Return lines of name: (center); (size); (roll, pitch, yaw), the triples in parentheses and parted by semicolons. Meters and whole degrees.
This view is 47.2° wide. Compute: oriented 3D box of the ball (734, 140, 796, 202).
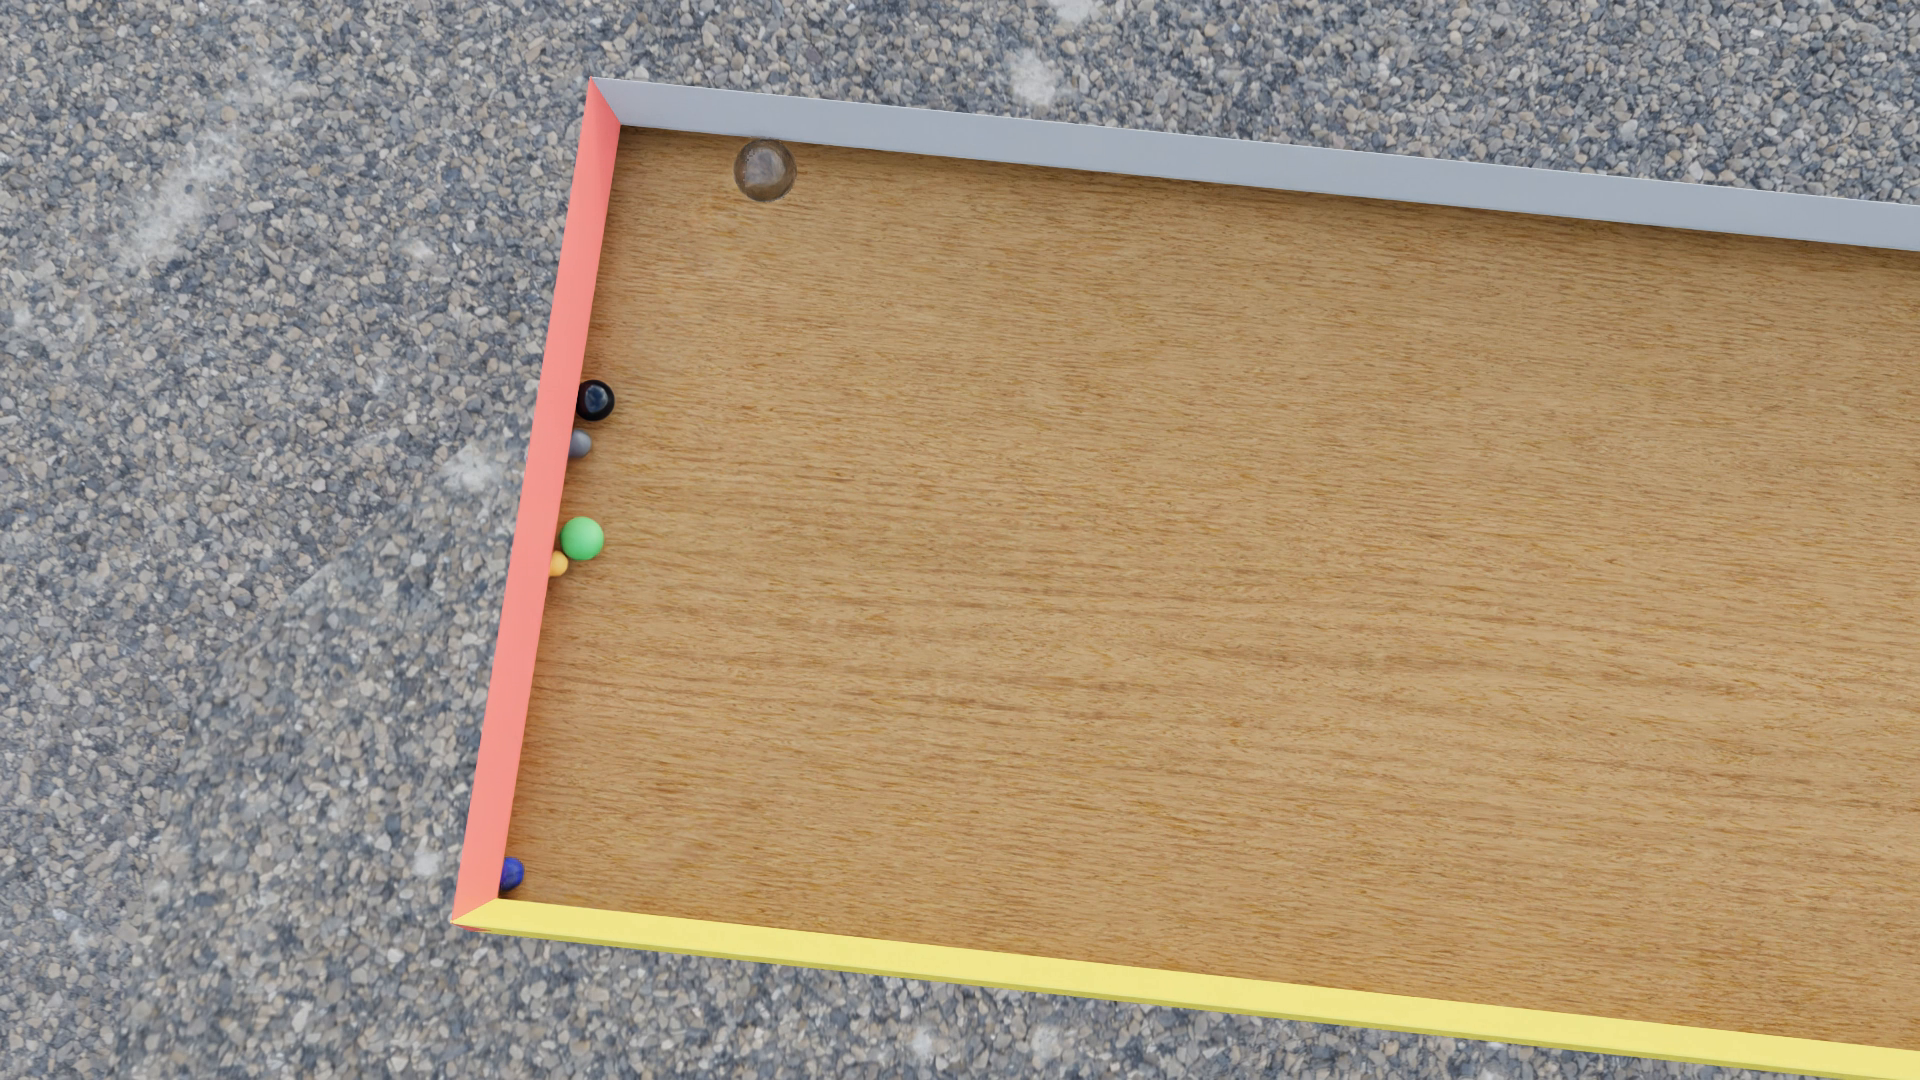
ball: (-0.311, -0.586, 3.492); (0.099, 0.099, 0.099); (0, 75, 0)

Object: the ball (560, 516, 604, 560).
ball: (-0.577, -0.002, 3.351); (0.067, 0.067, 0.067); (0, 75, 0)

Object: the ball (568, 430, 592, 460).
ball: (-0.594, -0.148, 3.401); (0.046, 0.046, 0.046); (0, 75, 0)

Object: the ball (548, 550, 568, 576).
ball: (-0.618, 0.036, 3.355); (0.041, 0.041, 0.041); (0, 75, 0)

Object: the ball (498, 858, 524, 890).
ball: (-0.664, 0.491, 3.229); (0.046, 0.046, 0.046); (0, 75, 0)

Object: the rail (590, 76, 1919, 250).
rail: (0.718, -0.555, 3.468); (2.617, 0.128, 0.045); (6, 75, 2)

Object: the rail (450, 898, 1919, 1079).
rail: (0.583, 0.668, 3.138); (2.617, 0.128, 0.045); (6, 75, 2)

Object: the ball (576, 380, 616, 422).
ball: (-0.568, -0.216, 3.410); (0.065, 0.065, 0.065); (0, 75, 0)

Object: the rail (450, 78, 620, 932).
rail: (-0.627, -0.074, 3.338); (0.045, 0.128, 1.322); (6, 75, 2)
